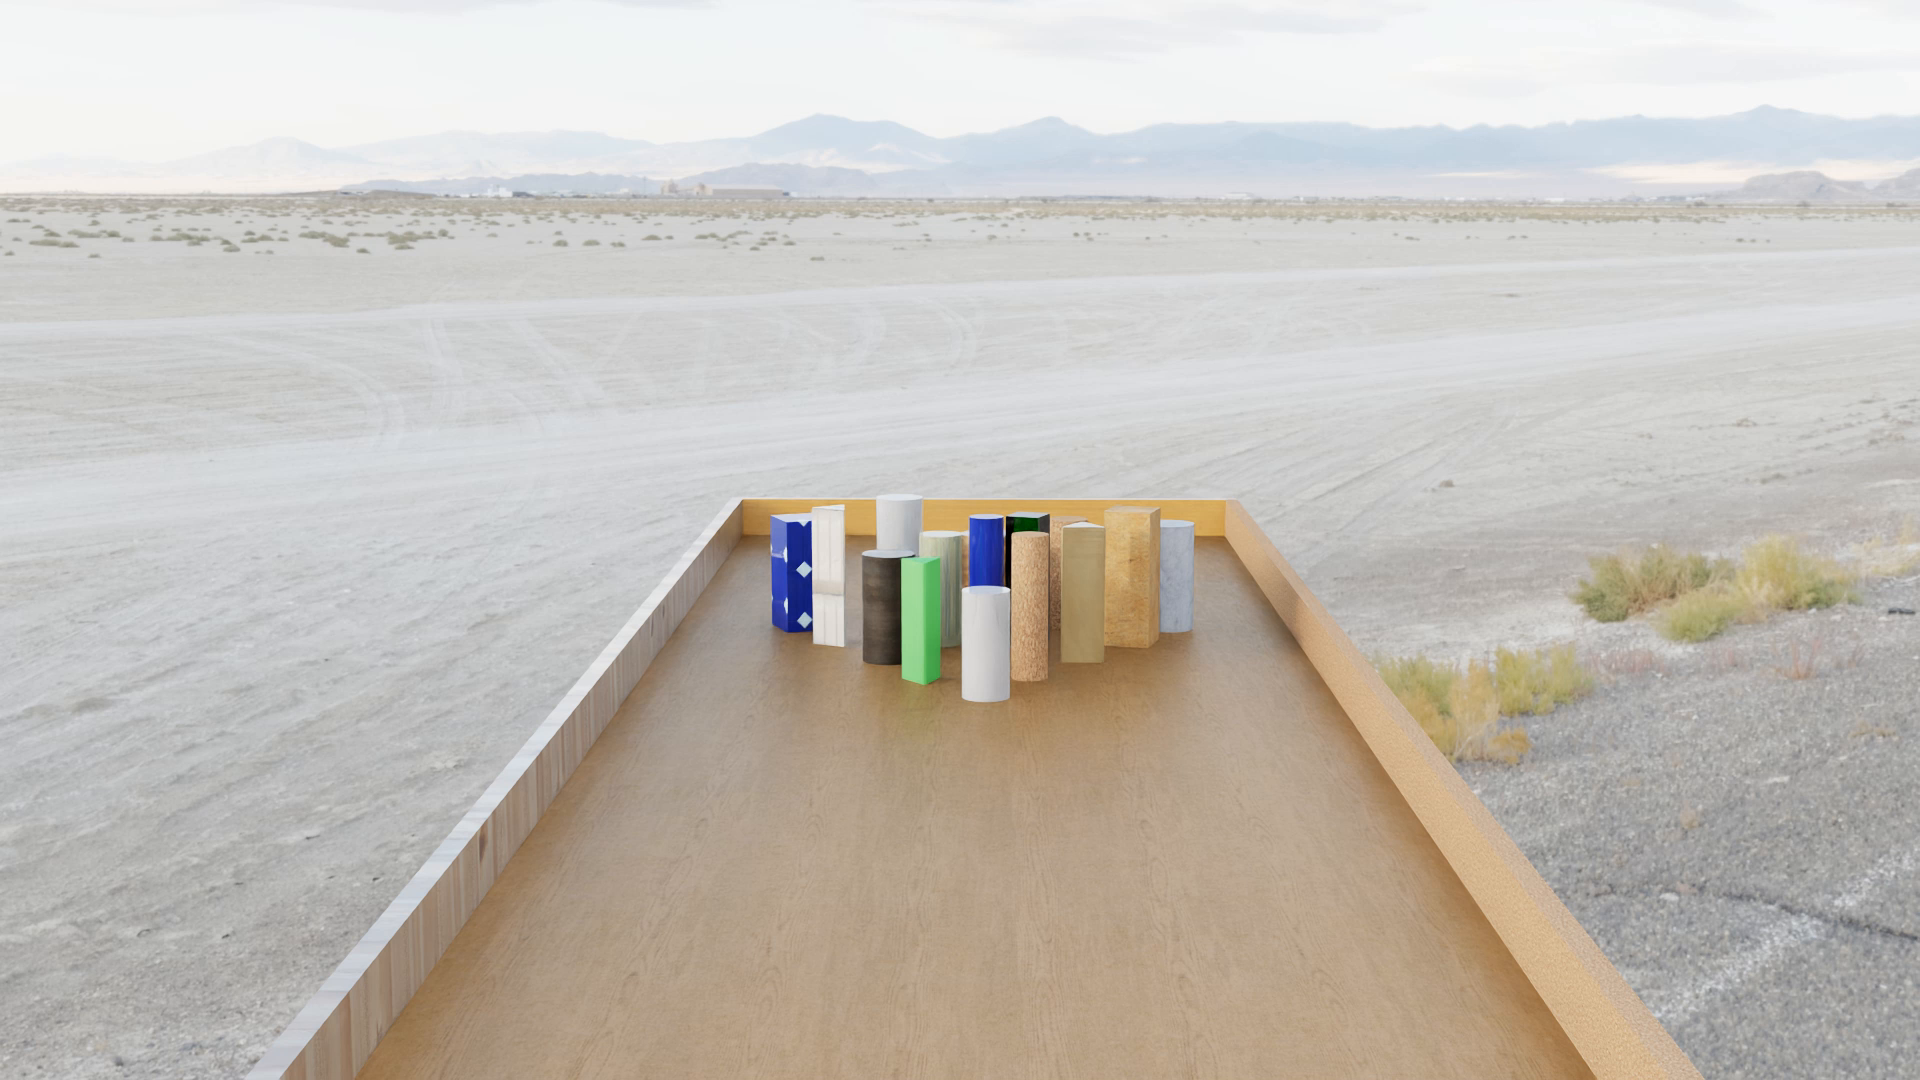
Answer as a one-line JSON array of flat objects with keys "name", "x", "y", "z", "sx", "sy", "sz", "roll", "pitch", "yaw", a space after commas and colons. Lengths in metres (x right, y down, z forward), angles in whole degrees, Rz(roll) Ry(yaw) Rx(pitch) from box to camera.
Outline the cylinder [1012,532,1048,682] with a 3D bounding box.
[{"name": "cylinder", "x": 0.204, "y": 0.194, "z": 6.428, "sx": 0.109, "sy": 0.426, "sz": 0.109, "roll": 0, "pitch": 9, "yaw": 0}]

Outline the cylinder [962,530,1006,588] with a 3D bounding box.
[{"name": "cylinder", "x": 0.088, "y": 0.130, "z": 7.202, "sx": 0.170, "sy": 0.308, "sz": 0.170, "roll": 0, "pitch": 9, "yaw": 0}]

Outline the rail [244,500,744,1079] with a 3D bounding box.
[{"name": "rail", "x": -1.004, "y": 0.839, "z": 3.234, "sx": 0.050, "sy": 0.150, "sz": 12.000, "roll": 0, "pitch": 9, "yaw": 1}]

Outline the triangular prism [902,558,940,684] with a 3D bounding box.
[{"name": "triangular prism", "x": -0.097, "y": 0.231, "z": 6.411, "sx": 0.097, "sy": 0.357, "sz": 0.112, "roll": -7, "pitch": 11, "yaw": -37}]

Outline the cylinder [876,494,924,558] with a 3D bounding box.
[{"name": "cylinder", "x": -0.197, "y": 0.071, "z": 7.196, "sx": 0.153, "sy": 0.427, "sz": 0.153, "roll": 0, "pitch": 9, "yaw": 0}]

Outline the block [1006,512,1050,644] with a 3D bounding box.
[{"name": "block", "x": 0.213, "y": 0.122, "z": 6.930, "sx": 0.108, "sy": 0.409, "sz": 0.108, "roll": 4, "pitch": 10, "yaw": 23}]

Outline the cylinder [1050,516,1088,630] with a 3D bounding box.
[{"name": "cylinder", "x": 0.353, "y": 0.108, "z": 7.181, "sx": 0.127, "sy": 0.359, "sz": 0.127, "roll": 0, "pitch": 9, "yaw": 0}]

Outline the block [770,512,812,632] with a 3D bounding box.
[{"name": "block", "x": -0.514, "y": 0.105, "z": 7.187, "sx": 0.162, "sy": 0.363, "sz": 0.162, "roll": -4, "pitch": 10, "yaw": -23}]

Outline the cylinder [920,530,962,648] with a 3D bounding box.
[{"name": "cylinder", "x": -0.061, "y": 0.153, "z": 6.929, "sx": 0.135, "sy": 0.349, "sz": 0.135, "roll": 0, "pitch": 9, "yaw": 0}]

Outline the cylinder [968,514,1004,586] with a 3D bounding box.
[{"name": "cylinder", "x": 0.080, "y": 0.145, "z": 6.696, "sx": 0.105, "sy": 0.438, "sz": 0.105, "roll": 0, "pitch": 9, "yaw": 0}]

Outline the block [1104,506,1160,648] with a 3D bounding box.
[{"name": "block", "x": 0.541, "y": 0.114, "z": 6.933, "sx": 0.148, "sy": 0.425, "sz": 0.148, "roll": 3, "pitch": 9, "yaw": 18}]

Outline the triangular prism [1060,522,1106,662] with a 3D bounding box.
[{"name": "triangular prism", "x": 0.373, "y": 0.157, "z": 6.692, "sx": 0.130, "sy": 0.414, "sz": 0.112, "roll": 0, "pitch": 9, "yaw": 2}]

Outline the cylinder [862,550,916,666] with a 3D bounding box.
[{"name": "cylinder", "x": -0.216, "y": 0.203, "z": 6.679, "sx": 0.162, "sy": 0.329, "sz": 0.162, "roll": 0, "pitch": 9, "yaw": 0}]

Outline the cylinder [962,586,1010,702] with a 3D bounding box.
[{"name": "cylinder", "x": 0.073, "y": 0.292, "z": 6.191, "sx": 0.137, "sy": 0.306, "sz": 0.137, "roll": 0, "pitch": 9, "yaw": 0}]

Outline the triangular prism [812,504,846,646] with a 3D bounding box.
[{"name": "triangular prism", "x": -0.390, "y": 0.109, "z": 6.933, "sx": 0.116, "sy": 0.434, "sz": 0.101, "roll": 4, "pitch": 10, "yaw": 26}]

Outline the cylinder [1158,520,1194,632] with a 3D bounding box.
[{"name": "cylinder", "x": 0.680, "y": 0.116, "z": 7.170, "sx": 0.163, "sy": 0.346, "sz": 0.163, "roll": 0, "pitch": 9, "yaw": 0}]

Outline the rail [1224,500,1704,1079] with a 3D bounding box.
[{"name": "rail", "x": 1.046, "y": 0.843, "z": 3.208, "sx": 0.050, "sy": 0.150, "sz": 12.000, "roll": 0, "pitch": 9, "yaw": 1}]

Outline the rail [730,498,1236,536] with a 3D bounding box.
[{"name": "rail", "x": 0.099, "y": -0.098, "z": 9.147, "sx": 2.100, "sy": 0.150, "sz": 0.050, "roll": 0, "pitch": 9, "yaw": 1}]
